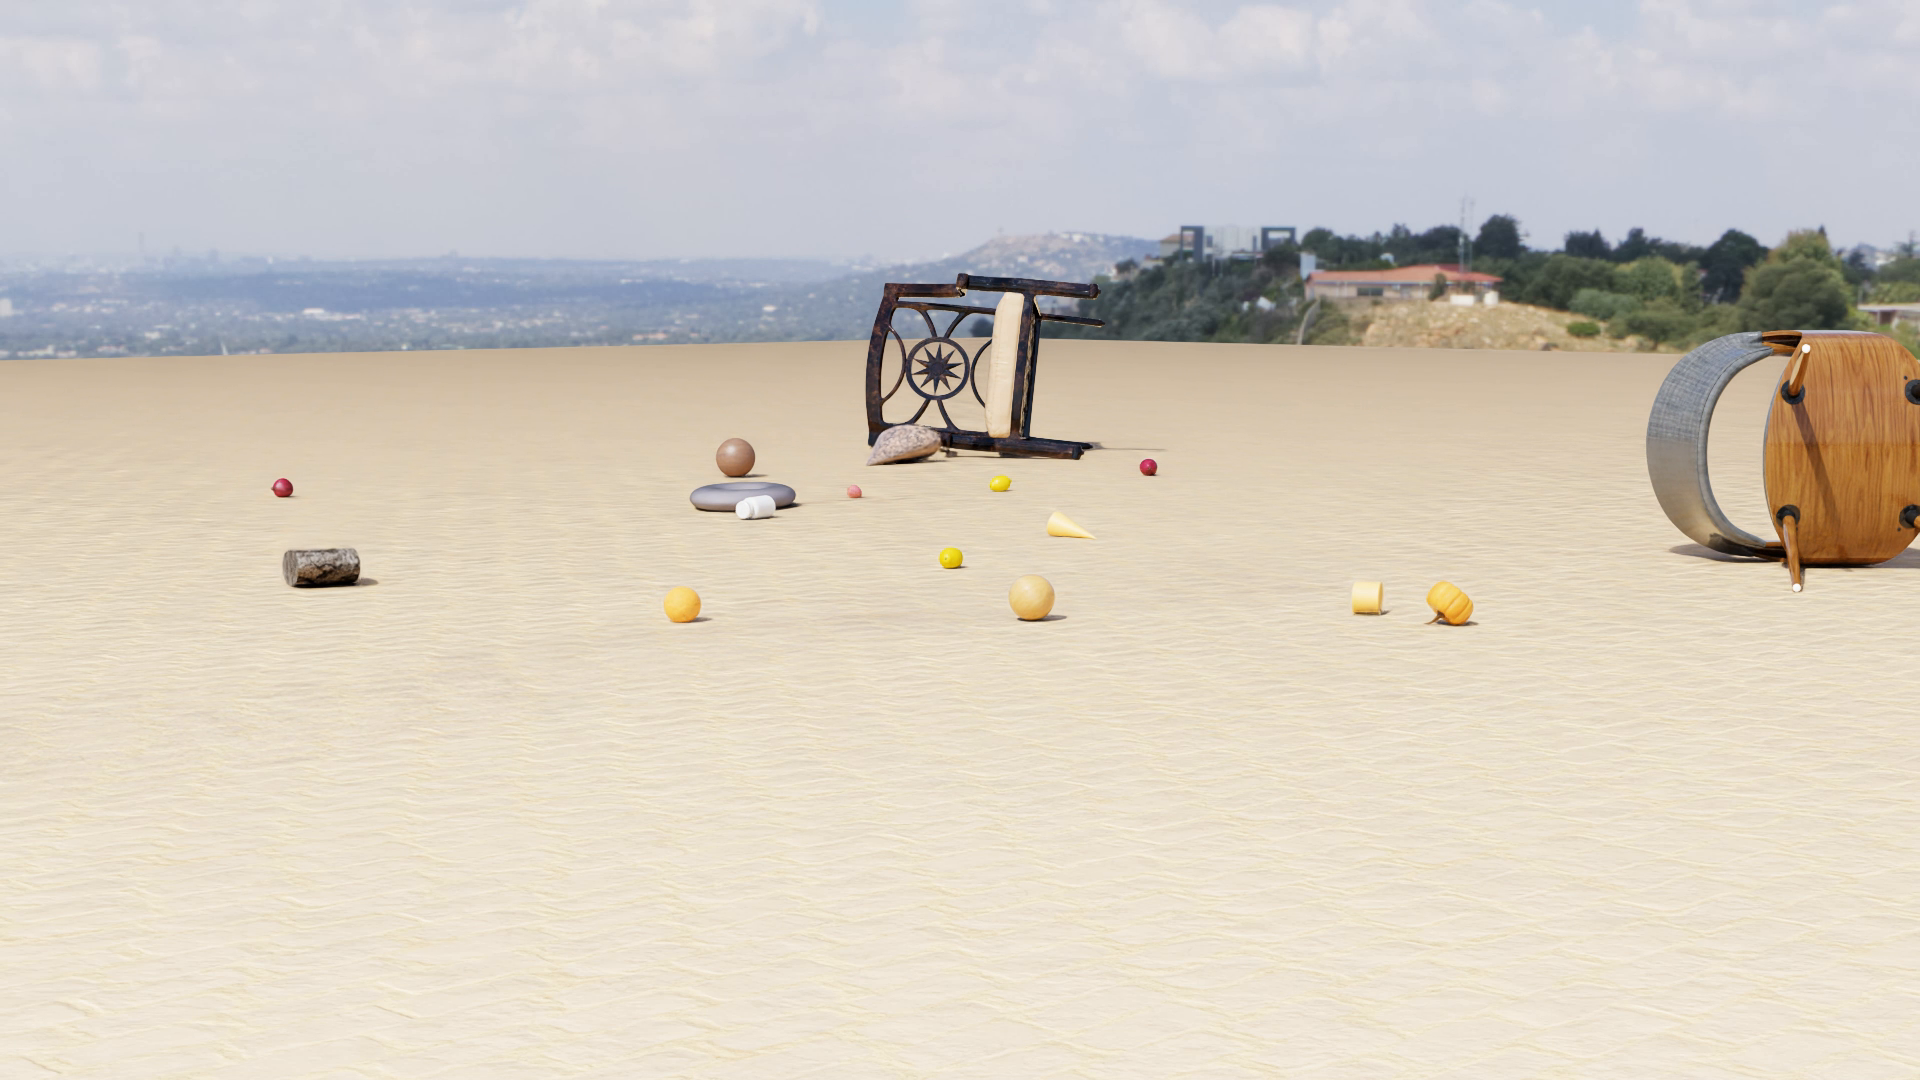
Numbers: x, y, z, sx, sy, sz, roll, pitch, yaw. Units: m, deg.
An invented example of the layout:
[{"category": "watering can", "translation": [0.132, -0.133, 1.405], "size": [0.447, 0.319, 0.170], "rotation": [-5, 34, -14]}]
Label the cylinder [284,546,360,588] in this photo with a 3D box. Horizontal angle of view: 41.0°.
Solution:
[{"category": "cylinder", "translation": [-1.366, 0.057, 5.485], "size": [0.130, 0.076, 0.170], "rotation": [-8, 1, -24]}]

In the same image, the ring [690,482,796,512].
[{"category": "ring", "translation": [-0.618, -0.123, 7.315], "size": [0.283, 0.062, 0.379], "rotation": [3, 7, 20]}]

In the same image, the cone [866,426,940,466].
[{"category": "cone", "translation": [-0.256, -0.300, 9.012], "size": [0.264, 0.130, 0.311], "rotation": [-1, 16, 30]}]

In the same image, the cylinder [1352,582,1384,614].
[{"category": "cylinder", "translation": [0.796, 0.114, 5.010], "size": [0.050, 0.060, 0.074], "rotation": [2, 1, 17]}]

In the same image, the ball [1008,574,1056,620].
[{"category": "ball", "translation": [0.137, 0.109, 4.911], "size": [0.090, 0.090, 0.090], "rotation": [0, 6, 0]}]
